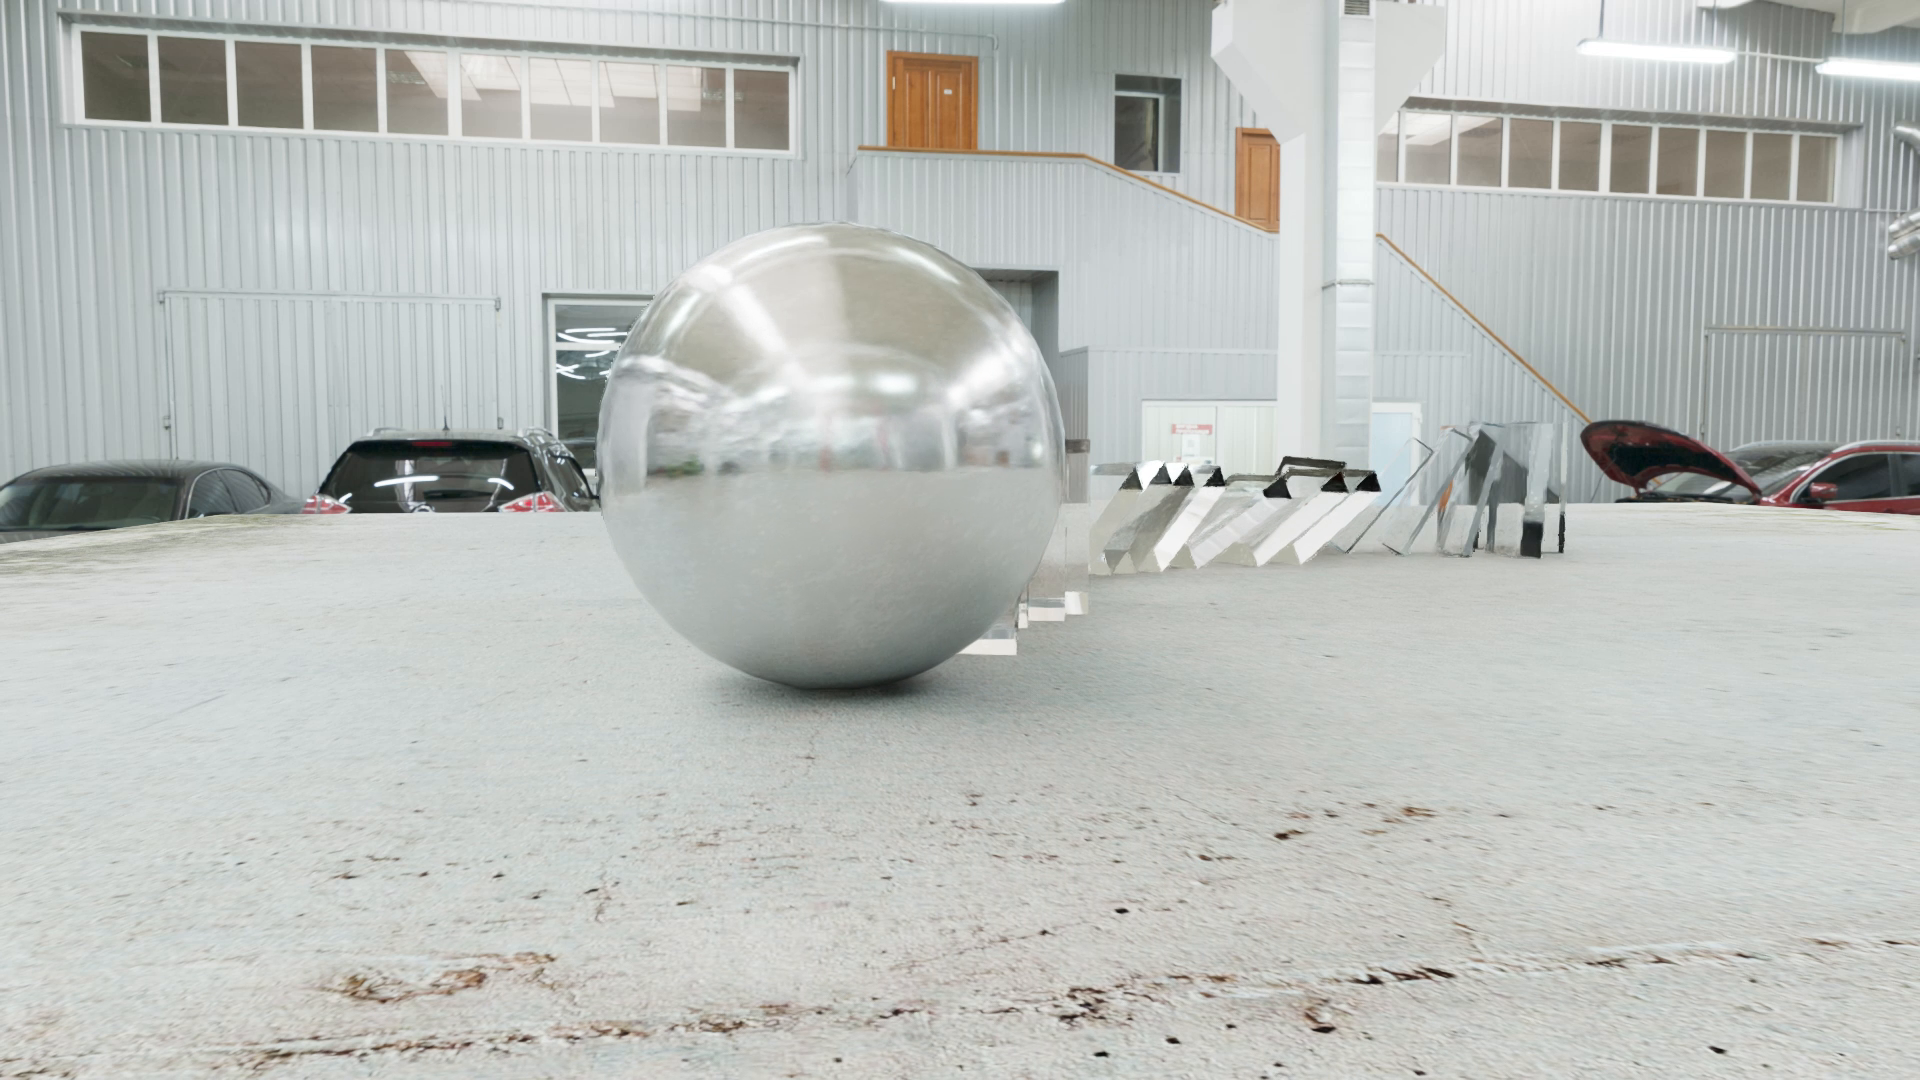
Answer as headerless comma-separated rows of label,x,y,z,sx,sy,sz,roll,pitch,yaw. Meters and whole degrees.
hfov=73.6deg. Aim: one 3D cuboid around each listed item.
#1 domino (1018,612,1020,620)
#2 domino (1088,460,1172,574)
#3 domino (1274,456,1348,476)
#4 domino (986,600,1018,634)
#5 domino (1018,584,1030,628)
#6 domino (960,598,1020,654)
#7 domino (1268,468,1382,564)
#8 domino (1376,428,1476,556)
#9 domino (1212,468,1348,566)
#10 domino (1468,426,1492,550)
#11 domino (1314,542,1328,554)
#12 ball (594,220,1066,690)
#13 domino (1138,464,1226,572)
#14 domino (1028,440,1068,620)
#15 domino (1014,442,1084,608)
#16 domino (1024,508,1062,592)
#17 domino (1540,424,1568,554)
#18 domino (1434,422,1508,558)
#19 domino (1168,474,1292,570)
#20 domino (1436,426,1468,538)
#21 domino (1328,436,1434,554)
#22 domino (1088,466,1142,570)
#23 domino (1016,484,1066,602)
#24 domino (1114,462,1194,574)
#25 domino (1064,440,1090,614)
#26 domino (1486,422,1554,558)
domino,0.001,-0.001,0.284,0.025,0.050,0.010,1,-37,6
domino,0.048,-0.008,0.421,0.025,0.009,0.050,0,36,37
domino,0.132,-0.014,0.501,0.025,0.009,0.050,9,42,30
domino,0.001,-0.002,0.297,0.025,0.050,0.009,0,-37,6
domino,0.005,-0.002,0.309,0.025,0.050,0.010,0,-37,6
domino,0.000,0.000,0.272,0.025,0.050,0.010,0,-37,6
domino,0.130,-0.009,0.473,0.050,0.009,0.025,-36,23,-27
domino,0.179,-0.019,0.493,0.009,0.050,0.025,30,10,10
domino,0.113,-0.009,0.462,0.050,0.009,0.025,-35,22,-24
domino,0.220,-0.022,0.522,0.025,0.050,0.009,-1,4,-12
domino,0.134,-0.001,0.522,0.025,0.009,0.050,2,5,21
ball,-0.022,-0.014,0.222,0.080,0.080,0.080,0,4,0
domino,0.069,-0.008,0.445,0.025,0.010,0.050,4,38,41
domino,0.014,-0.003,0.321,0.025,0.050,0.010,0,-37,6
domino,0.021,-0.005,0.347,0.025,0.050,0.010,0,-39,6
domino,0.018,-0.003,0.386,0.025,0.010,0.050,0,33,7
domino,0.223,-0.020,0.503,0.025,0.050,0.009,1,4,7
domino,0.194,-0.019,0.489,0.009,0.050,0.025,16,8,12
domino,0.091,-0.007,0.455,0.050,0.009,0.025,-33,20,-26
domino,0.215,-0.023,0.540,0.025,0.050,0.009,-1,4,-15
domino,0.162,-0.017,0.497,0.010,0.050,0.025,40,14,10
domino,0.036,-0.006,0.405,0.025,0.010,0.050,2,37,35
domino,0.017,-0.001,0.366,0.025,0.009,0.050,0,33,6
domino,0.057,-0.008,0.434,0.025,0.010,0.050,1,37,38
domino,0.021,-0.004,0.333,0.025,0.050,0.010,1,-37,6
domino,0.212,-0.019,0.486,0.009,0.050,0.025,4,4,-2
